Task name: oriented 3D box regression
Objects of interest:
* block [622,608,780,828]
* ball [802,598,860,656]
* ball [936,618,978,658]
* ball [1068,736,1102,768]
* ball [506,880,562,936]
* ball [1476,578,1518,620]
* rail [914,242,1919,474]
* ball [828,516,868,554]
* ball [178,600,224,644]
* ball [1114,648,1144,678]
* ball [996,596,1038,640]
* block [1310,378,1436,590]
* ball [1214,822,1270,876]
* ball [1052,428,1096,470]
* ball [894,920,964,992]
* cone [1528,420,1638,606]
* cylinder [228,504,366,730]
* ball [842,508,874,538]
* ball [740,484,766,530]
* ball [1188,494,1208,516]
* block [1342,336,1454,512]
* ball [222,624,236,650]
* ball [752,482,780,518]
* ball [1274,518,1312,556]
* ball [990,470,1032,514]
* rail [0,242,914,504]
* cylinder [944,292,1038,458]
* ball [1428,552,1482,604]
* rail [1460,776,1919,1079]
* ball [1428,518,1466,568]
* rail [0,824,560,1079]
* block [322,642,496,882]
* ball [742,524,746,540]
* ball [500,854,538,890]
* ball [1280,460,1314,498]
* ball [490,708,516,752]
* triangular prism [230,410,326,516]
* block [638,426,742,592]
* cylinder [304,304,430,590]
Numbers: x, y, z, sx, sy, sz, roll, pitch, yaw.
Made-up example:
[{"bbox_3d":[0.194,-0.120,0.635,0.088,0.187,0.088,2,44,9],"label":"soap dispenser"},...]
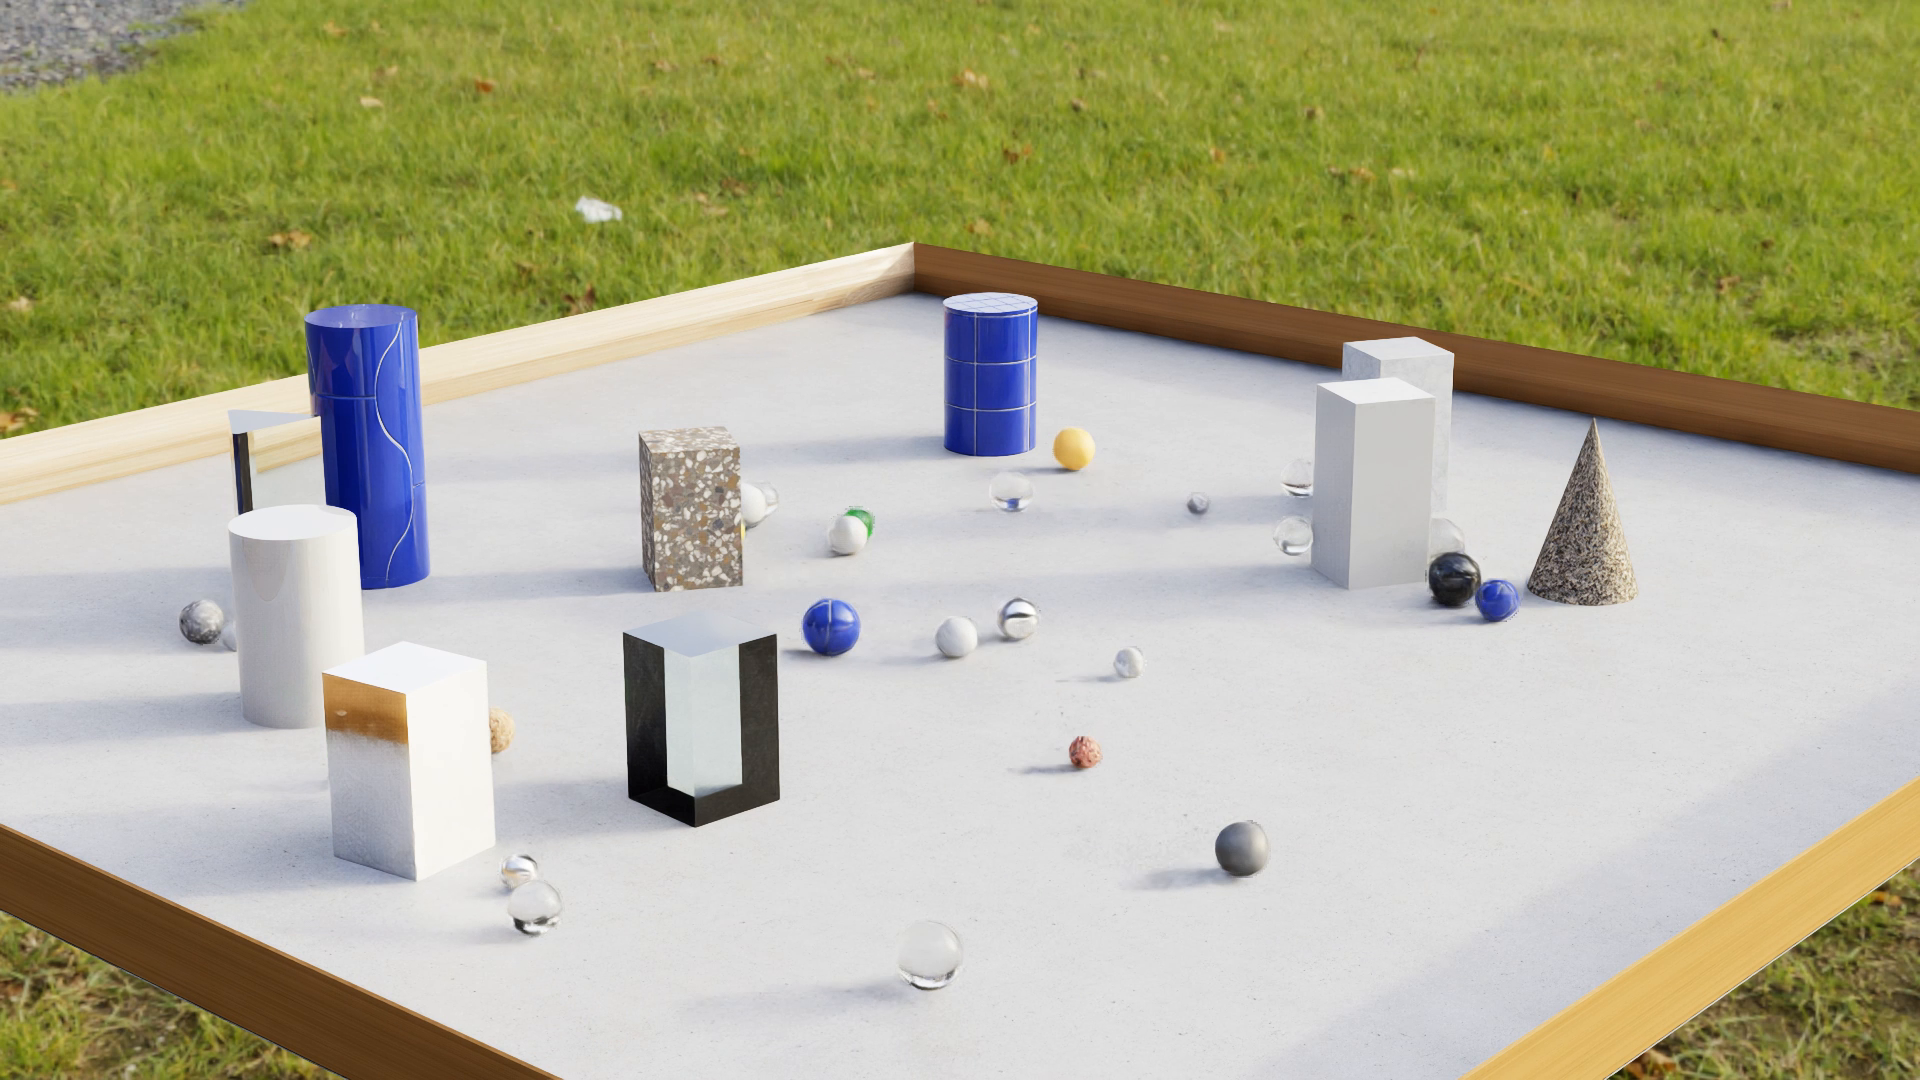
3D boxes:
[{"bbox_3d":[-0.368,0.251,4.176,0.155,0.252,0.155,-15,22,-41],"label":"block"},{"bbox_3d":[-0.211,0.143,4.805,0.097,0.097,0.097,0,17,0],"label":"ball"},{"bbox_3d":[-0.006,0.160,4.796,0.068,0.068,0.068,0,17,0],"label":"ball"},{"bbox_3d":[0.185,0.312,4.326,0.049,0.049,0.049,0,17,0],"label":"ball"},{"bbox_3d":[-0.545,0.472,3.760,0.071,0.071,0.071,0,17,0],"label":"ball"},{"bbox_3d":[0.913,0.101,4.984,0.073,0.073,0.073,0,17,0],"label":"ball"},{"bbox_3d":[1.197,-0.367,6.441,3.531,0.126,0.045,14,22,39],"label":"rail"},{"bbox_3d":[-0.205,-0.009,5.350,0.073,0.073,0.073,0,17,0],"label":"ball"},{"bbox_3d":[-1.259,0.136,4.867,0.074,0.074,0.074,0,17,0],"label":"ball"},{"bbox_3d":[0.271,0.197,4.706,0.049,0.049,0.049,0,17,0],"label":"ball"},{"bbox_3d":[0.096,0.130,4.890,0.072,0.072,0.072,0,17,0],"label":"ball"},{"bbox_3d":[0.731,-0.102,5.199,0.155,0.337,0.155,-6,18,-18],"label":"block"},{"bbox_3d":[0.379,0.415,3.941,0.074,0.074,0.074,0,17,0],"label":"ball"},{"bbox_3d":[0.229,-0.184,5.906,0.086,0.086,0.086,0,17,0],"label":"ball"},{"bbox_3d":[-0.038,0.511,3.603,0.086,0.086,0.086,0,17,0],"label":"ball"},{"bbox_3d":[1.096,-0.064,5.116,0.193,0.313,0.193,0,17,0],"label":"cone"},{"bbox_3d":[-1.023,0.117,4.535,0.193,0.302,0.193,0,17,0],"label":"cylinder"},{"bbox_3d":[-0.192,-0.026,5.420,0.065,0.065,0.065,0,17,0],"label":"ball"},{"bbox_3d":[-0.408,-0.063,5.499,0.089,0.089,0.089,0,17,0],"label":"ball"},{"bbox_3d":[0.455,-0.068,5.599,0.040,0.040,0.040,0,17,0],"label":"ball"},{"bbox_3d":[0.835,-0.218,5.632,0.155,0.309,0.155,-6,18,-19],"label":"block"},{"bbox_3d":[-1.195,0.159,4.839,0.045,0.045,0.045,0,17,0],"label":"ball"},{"bbox_3d":[-0.380,-0.076,5.573,0.071,0.071,0.071,0,17,0],"label":"ball"},{"bbox_3d":[0.599,-0.005,5.269,0.069,0.069,0.069,0,17,0],"label":"ball"},{"bbox_3d":[0.097,-0.092,5.605,0.084,0.084,0.084,0,17,0],"label":"ball"},{"bbox_3d":[-1.315,-0.298,6.214,0.045,0.126,3.700,14,22,39],"label":"rail"},{"bbox_3d":[0.062,-0.343,6.058,0.193,0.302,0.193,0,17,0],"label":"cylinder"},{"bbox_3d":[0.855,0.066,5.068,0.093,0.093,0.093,0,17,0],"label":"ball"},{"bbox_3d":[1.315,0.361,4.027,0.045,0.126,3.700,14,22,39],"label":"rail"},{"bbox_3d":[0.858,0.008,5.252,0.096,0.096,0.096,0,17,0],"label":"ball"},{"bbox_3d":[-1.197,0.430,3.800,3.531,0.126,0.045,14,22,39],"label":"rail"},{"bbox_3d":[-0.749,0.299,3.991,0.155,0.268,0.155,11,20,32],"label":"block"},{"bbox_3d":[-0.421,-0.014,5.406,0.050,0.050,0.050,0,17,0],"label":"ball"},{"bbox_3d":[-0.585,0.442,3.894,0.051,0.051,0.051,0,17,0],"label":"ball"},{"bbox_3d":[0.661,-0.120,5.712,0.075,0.075,0.075,0,17,0],"label":"ball"},{"bbox_3d":[-0.698,0.285,4.385,0.068,0.068,0.068,0,17,0],"label":"ball"},{"bbox_3d":[-1.186,-0.039,4.973,0.145,0.349,0.167,16,23,42],"label":"triangular prism"},{"bbox_3d":[-0.478,-0.056,5.194,0.155,0.253,0.155,-4,17,-14],"label":"block"},{"bbox_3d":[-1.045,-0.166,5.180,0.193,0.471,0.193,0,17,0],"label":"cylinder"}]
